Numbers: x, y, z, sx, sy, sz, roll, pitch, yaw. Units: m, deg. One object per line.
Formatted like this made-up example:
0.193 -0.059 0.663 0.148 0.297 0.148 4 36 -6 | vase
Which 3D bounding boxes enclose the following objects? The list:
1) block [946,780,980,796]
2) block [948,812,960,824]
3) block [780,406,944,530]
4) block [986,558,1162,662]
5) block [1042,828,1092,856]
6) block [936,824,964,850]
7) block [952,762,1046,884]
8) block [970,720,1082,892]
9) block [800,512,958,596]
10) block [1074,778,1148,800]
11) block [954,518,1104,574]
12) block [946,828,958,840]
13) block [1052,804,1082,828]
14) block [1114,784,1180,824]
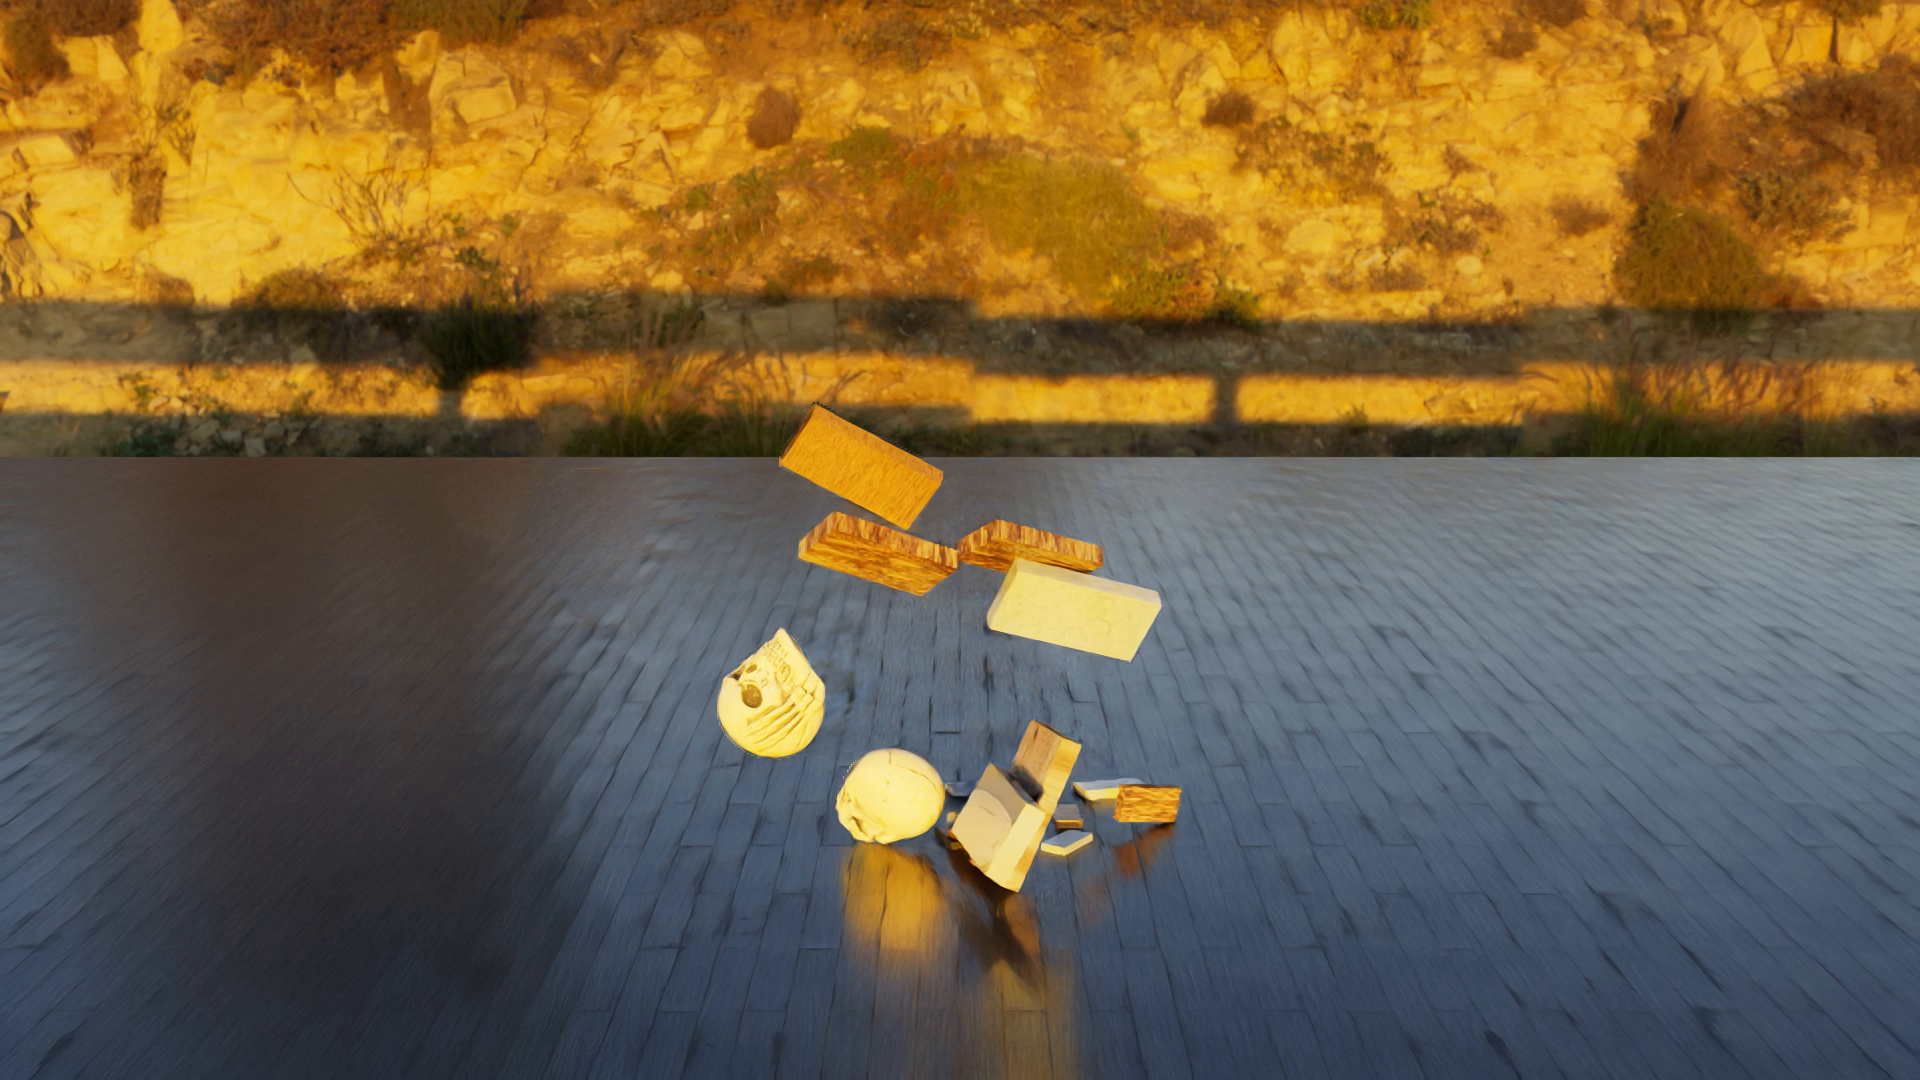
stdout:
0.024 0.477 4.238 0.094 0.013 0.047 -4 11 -19 | block
0.050 0.513 3.982 0.132 0.018 0.065 7 -4 32 | block
-0.155 -0.114 3.475 0.230 0.115 0.033 27 40 -13 | block
0.196 0.120 3.773 0.267 0.134 0.038 14 36 -17 | block
0.190 0.538 3.914 0.048 0.014 0.096 7 12 32 | block
-0.007 0.532 3.943 0.047 0.013 0.095 -4 11 -18 | block
0.061 0.467 3.645 0.038 0.134 0.267 30 1 -15 | block
0.110 0.448 3.726 0.038 0.267 0.134 23 1 -24 | block
-0.132 0.024 3.571 0.230 0.033 0.115 18 -34 -27 | block
0.290 0.478 4.228 0.130 0.018 0.065 -3 8 -16 | block
0.118 0.023 3.741 0.230 0.033 0.115 14 -29 -35 | block
0.012 0.519 3.888 0.047 0.013 0.094 -3 -1 -16 | block
0.197 0.510 4.062 0.048 0.014 0.096 -1 11 -4 | block
0.342 0.481 4.010 0.130 0.065 0.018 7 6 -35 | block
